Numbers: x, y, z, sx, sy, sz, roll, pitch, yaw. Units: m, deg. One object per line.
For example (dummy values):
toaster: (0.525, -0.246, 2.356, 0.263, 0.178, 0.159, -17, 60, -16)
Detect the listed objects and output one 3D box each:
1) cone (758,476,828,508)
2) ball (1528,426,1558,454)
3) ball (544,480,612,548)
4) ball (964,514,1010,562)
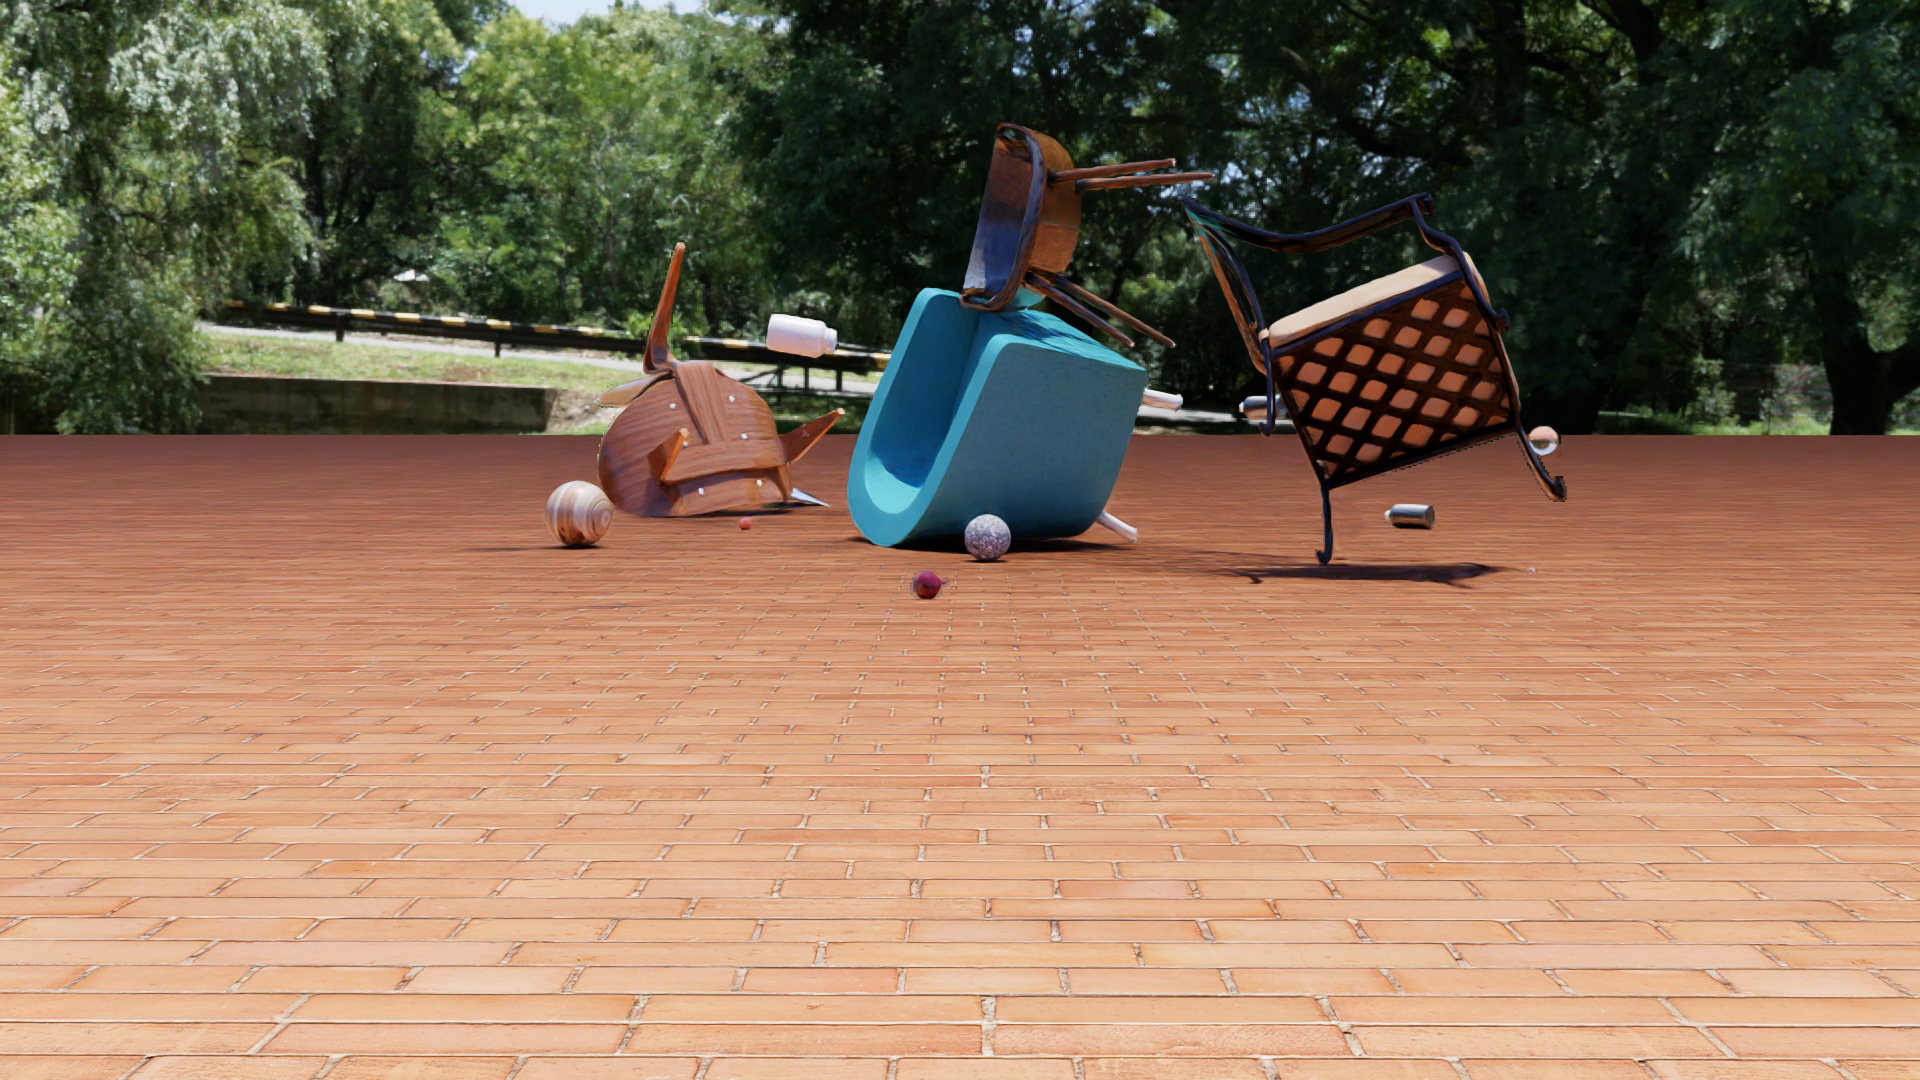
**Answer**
cone: (-0.606, -0.156, 8.376, 0.254, 0.123, 0.243, 14, 3, -28)
ball: (1.501, -0.257, 5.660, 0.075, 0.075, 0.075, 0, 4, 0)
ball: (-1.083, -0.074, 6.241, 0.189, 0.189, 0.189, 0, 4, 0)
ball: (0.071, -0.005, 5.729, 0.123, 0.123, 0.123, 0, 4, 0)
